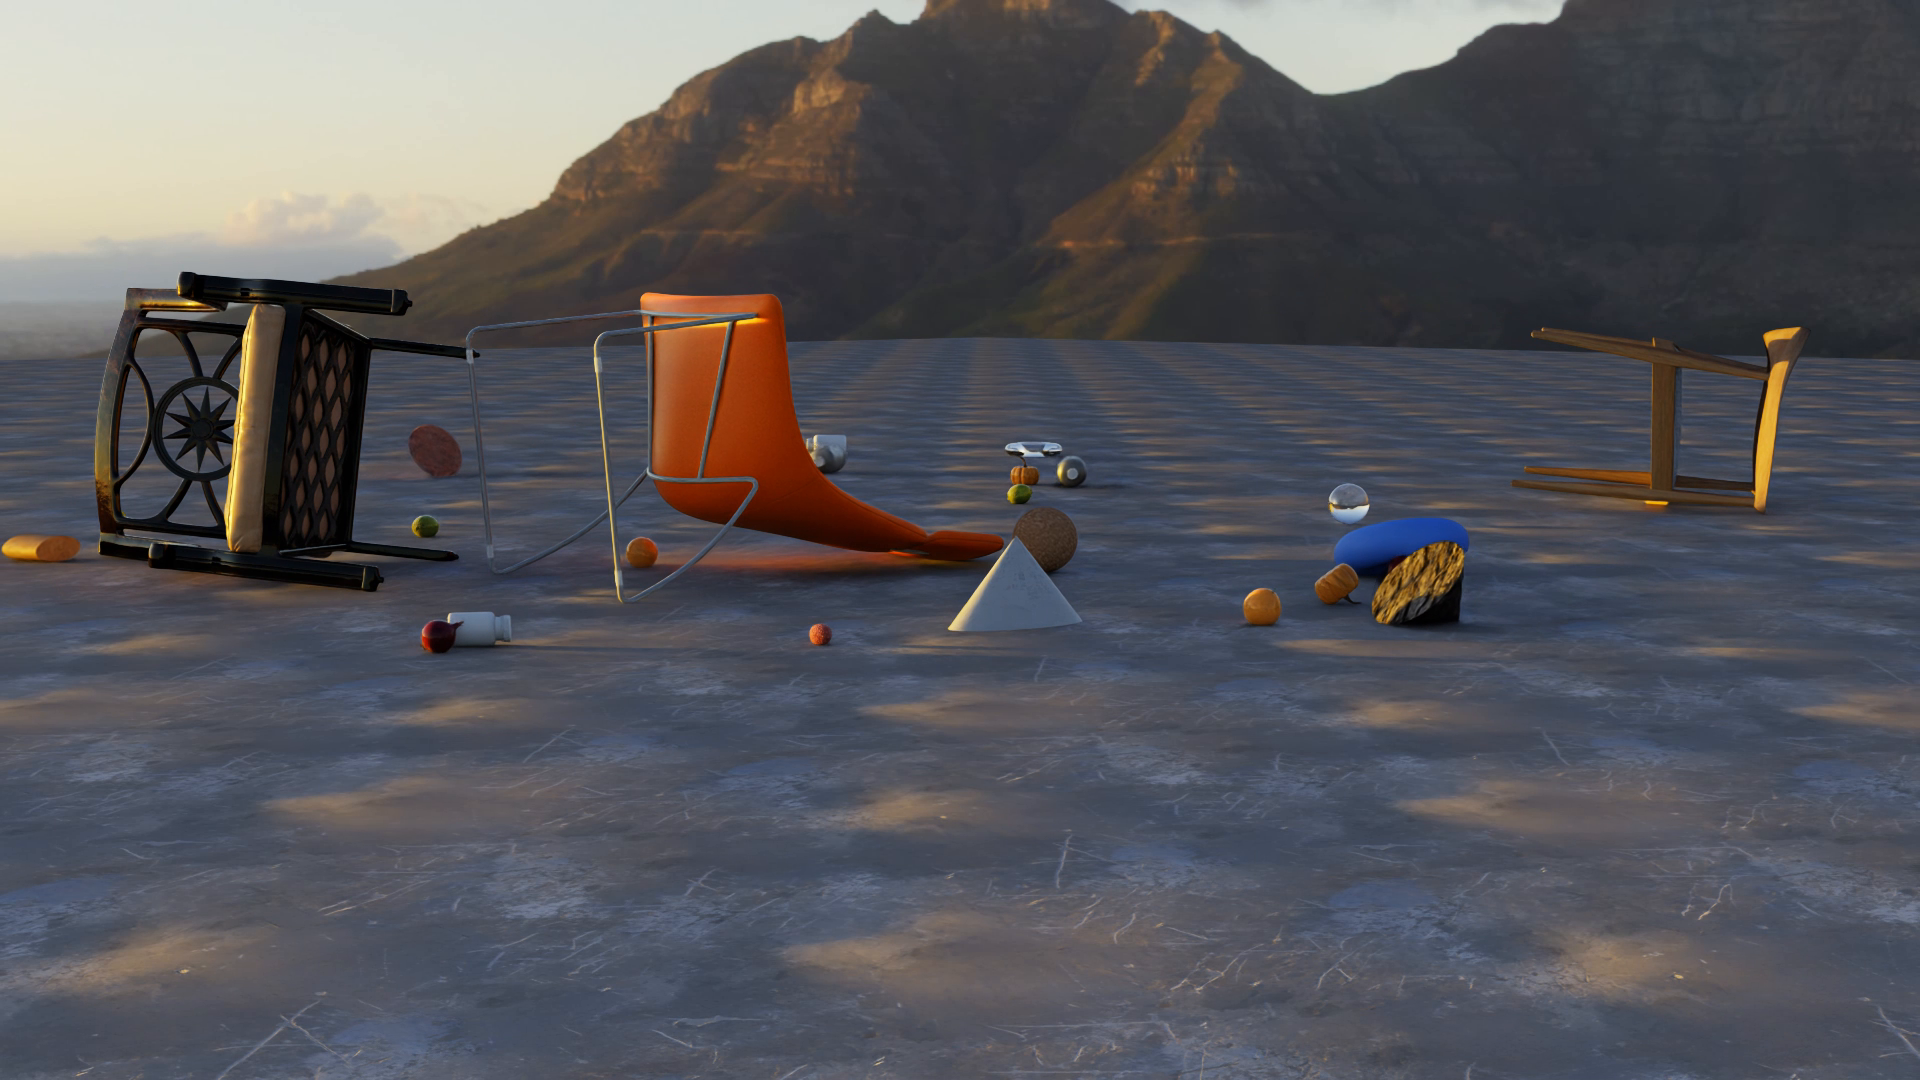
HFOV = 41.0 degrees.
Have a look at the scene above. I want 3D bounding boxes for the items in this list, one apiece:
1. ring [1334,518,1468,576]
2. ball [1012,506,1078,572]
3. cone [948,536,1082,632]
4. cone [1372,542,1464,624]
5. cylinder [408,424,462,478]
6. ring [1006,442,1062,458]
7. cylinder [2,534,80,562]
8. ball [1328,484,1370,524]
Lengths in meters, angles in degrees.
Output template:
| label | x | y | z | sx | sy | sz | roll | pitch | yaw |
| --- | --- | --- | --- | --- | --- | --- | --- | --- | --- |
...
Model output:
| label | x | y | z | sx | sy | sz | roll | pitch | yaw |
| --- | --- | --- | --- | --- | --- | --- | --- | --- | --- |
| ring | 0.966 | 0.017 | 5.617 | 0.297 | 0.090 | 0.225 | -9 | -15 | 19 |
| ball | 0.189 | -0.001 | 5.713 | 0.146 | 0.146 | 0.146 | 0 | 6 | 0 |
| cone | 0.106 | 0.075 | 4.851 | 0.291 | 0.170 | 0.128 | -4 | 7 | -31 |
| cone | 0.911 | 0.118 | 4.885 | 0.121 | 0.194 | 0.232 | 40 | -32 | -20 |
| cylinder | -1.727 | -0.293 | 8.443 | 0.137 | 0.191 | 0.122 | -44 | 11 | -3 |
| ring | 0.270 | -0.332 | 9.400 | 0.213 | 0.049 | 0.207 | -3 | 6 | -33 |
| cylinder | -2.133 | 0.018 | 5.957 | 0.113 | 0.058 | 0.130 | 3 | 9 | 30 |
| ball | 1.032 | -0.096 | 6.811 | 0.109 | 0.109 | 0.109 | 0 | 6 | 0 |
